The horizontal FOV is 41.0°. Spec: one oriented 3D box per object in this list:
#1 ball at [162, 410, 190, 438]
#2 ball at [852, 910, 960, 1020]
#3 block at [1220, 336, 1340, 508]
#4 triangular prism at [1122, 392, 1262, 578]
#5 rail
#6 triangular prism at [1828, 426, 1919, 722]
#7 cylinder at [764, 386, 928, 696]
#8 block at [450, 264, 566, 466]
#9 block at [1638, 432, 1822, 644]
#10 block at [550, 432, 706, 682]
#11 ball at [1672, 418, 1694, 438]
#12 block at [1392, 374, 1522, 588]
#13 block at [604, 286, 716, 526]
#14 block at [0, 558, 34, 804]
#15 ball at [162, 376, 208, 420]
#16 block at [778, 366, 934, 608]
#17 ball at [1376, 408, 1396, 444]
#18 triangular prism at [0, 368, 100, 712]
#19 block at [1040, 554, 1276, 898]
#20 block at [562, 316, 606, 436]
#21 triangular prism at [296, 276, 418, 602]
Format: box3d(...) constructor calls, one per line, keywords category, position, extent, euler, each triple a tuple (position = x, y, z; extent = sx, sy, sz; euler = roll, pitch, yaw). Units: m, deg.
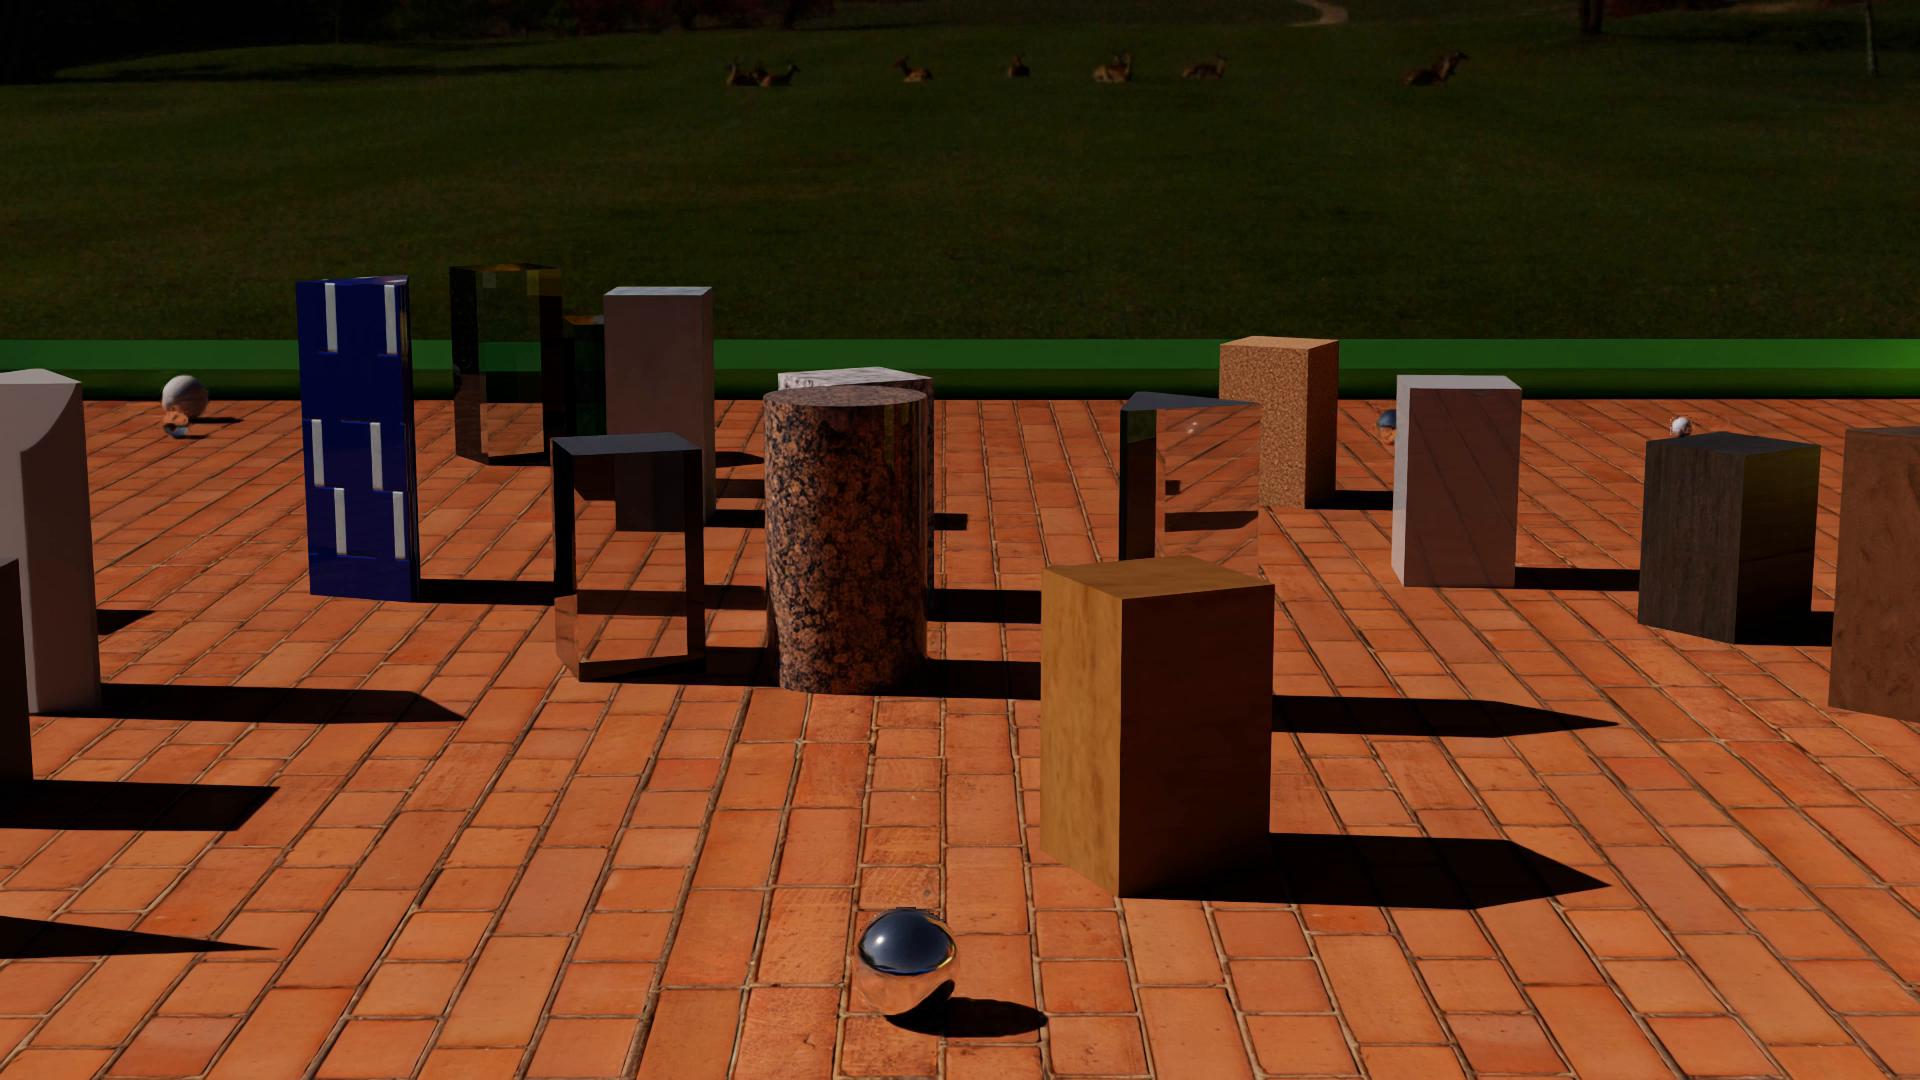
box3d(category="ball", position=(-1.548, -0.230, 5.064), extent=(0.053, 0.053, 0.053), euler=(0, 11, 0))
box3d(category="ball", position=(-0.041, 0.327, 1.981), extent=(0.084, 0.084, 0.084), euler=(0, 11, 0))
box3d(category="block", position=(0.537, -0.201, 4.326), extent=(0.155, 0.266, 0.155), euler=(5, 12, 27))
box3d(category="triangular prism", position=(0.231, 0.016, 2.913), extent=(0.167, 0.355, 0.145), euler=(-4, 11, -20))
box3d(category="rail", position=(-0.013, -0.375, 5.642), extent=(4.353, 0.126, 0.045), euler=(0, 11, 0))
box3d(category="triangular prism", position=(1.107, 0.034, 2.911), extent=(0.145, 0.320, 0.167), euler=(-10, 15, -44))
box3d(category="cylinder", position=(-0.136, -0.004, 3.061), extent=(0.193, 0.340, 0.193), euler=(0, 11, 0))
box3d(category="block", position=(-0.843, -0.330, 4.781), extent=(0.155, 0.354, 0.155), euler=(-7, 13, -33))
box3d(category="block", position=(1.001, -0.006, 3.342), extent=(0.155, 0.243, 0.155), euler=(-8, 13, -35))
box3d(category="block", position=(-0.406, 0.017, 3.131), extent=(0.155, 0.273, 0.155), euler=(-4, 11, -19))
box3d(category="ball", position=(1.420, -0.220, 5.043), extent=(0.041, 0.041, 0.041), euler=(0, 11, 0))
box3d(category="block", position=(0.707, -0.086, 3.663), extent=(0.155, 0.282, 0.155), euler=(1, 11, 3))
box3d(category="block", position=(-0.482, -0.218, 4.140), extent=(0.155, 0.368, 0.155), euler=(0, 11, 1))
box3d(category="block", position=(-1.034, 0.146, 2.549), extent=(0.155, 0.232, 0.155), euler=(0, 11, 1))
box3d(category="ball", position=(-1.598, -0.293, 5.292), extent=(0.094, 0.094, 0.094), euler=(0, 11, 0))
box3d(category="block", position=(-0.141, -0.068, 3.481), extent=(0.155, 0.312, 0.155), euler=(-6, 12, -30))
box3d(category="ball", position=(0.840, -0.219, 4.964), extent=(0.069, 0.069, 0.069), euler=(0, 11, 0))
box3d(category="triangular prism", position=(-1.070, -0.002, 2.956), extent=(0.167, 0.376, 0.145), euler=(-1, 11, -4))
box3d(category="block", position=(0.178, 0.165, 2.344), extent=(0.155, 0.270, 0.155), euler=(-5, 12, -24))
box3d(category="block", position=(-0.598, -0.237, 4.450), extent=(0.155, 0.292, 0.155), euler=(-3, 11, -16))
box3d(category="triangular prism", position=(-0.801, -0.146, 3.568), extent=(0.167, 0.434, 0.145), euler=(4, 11, 19))
